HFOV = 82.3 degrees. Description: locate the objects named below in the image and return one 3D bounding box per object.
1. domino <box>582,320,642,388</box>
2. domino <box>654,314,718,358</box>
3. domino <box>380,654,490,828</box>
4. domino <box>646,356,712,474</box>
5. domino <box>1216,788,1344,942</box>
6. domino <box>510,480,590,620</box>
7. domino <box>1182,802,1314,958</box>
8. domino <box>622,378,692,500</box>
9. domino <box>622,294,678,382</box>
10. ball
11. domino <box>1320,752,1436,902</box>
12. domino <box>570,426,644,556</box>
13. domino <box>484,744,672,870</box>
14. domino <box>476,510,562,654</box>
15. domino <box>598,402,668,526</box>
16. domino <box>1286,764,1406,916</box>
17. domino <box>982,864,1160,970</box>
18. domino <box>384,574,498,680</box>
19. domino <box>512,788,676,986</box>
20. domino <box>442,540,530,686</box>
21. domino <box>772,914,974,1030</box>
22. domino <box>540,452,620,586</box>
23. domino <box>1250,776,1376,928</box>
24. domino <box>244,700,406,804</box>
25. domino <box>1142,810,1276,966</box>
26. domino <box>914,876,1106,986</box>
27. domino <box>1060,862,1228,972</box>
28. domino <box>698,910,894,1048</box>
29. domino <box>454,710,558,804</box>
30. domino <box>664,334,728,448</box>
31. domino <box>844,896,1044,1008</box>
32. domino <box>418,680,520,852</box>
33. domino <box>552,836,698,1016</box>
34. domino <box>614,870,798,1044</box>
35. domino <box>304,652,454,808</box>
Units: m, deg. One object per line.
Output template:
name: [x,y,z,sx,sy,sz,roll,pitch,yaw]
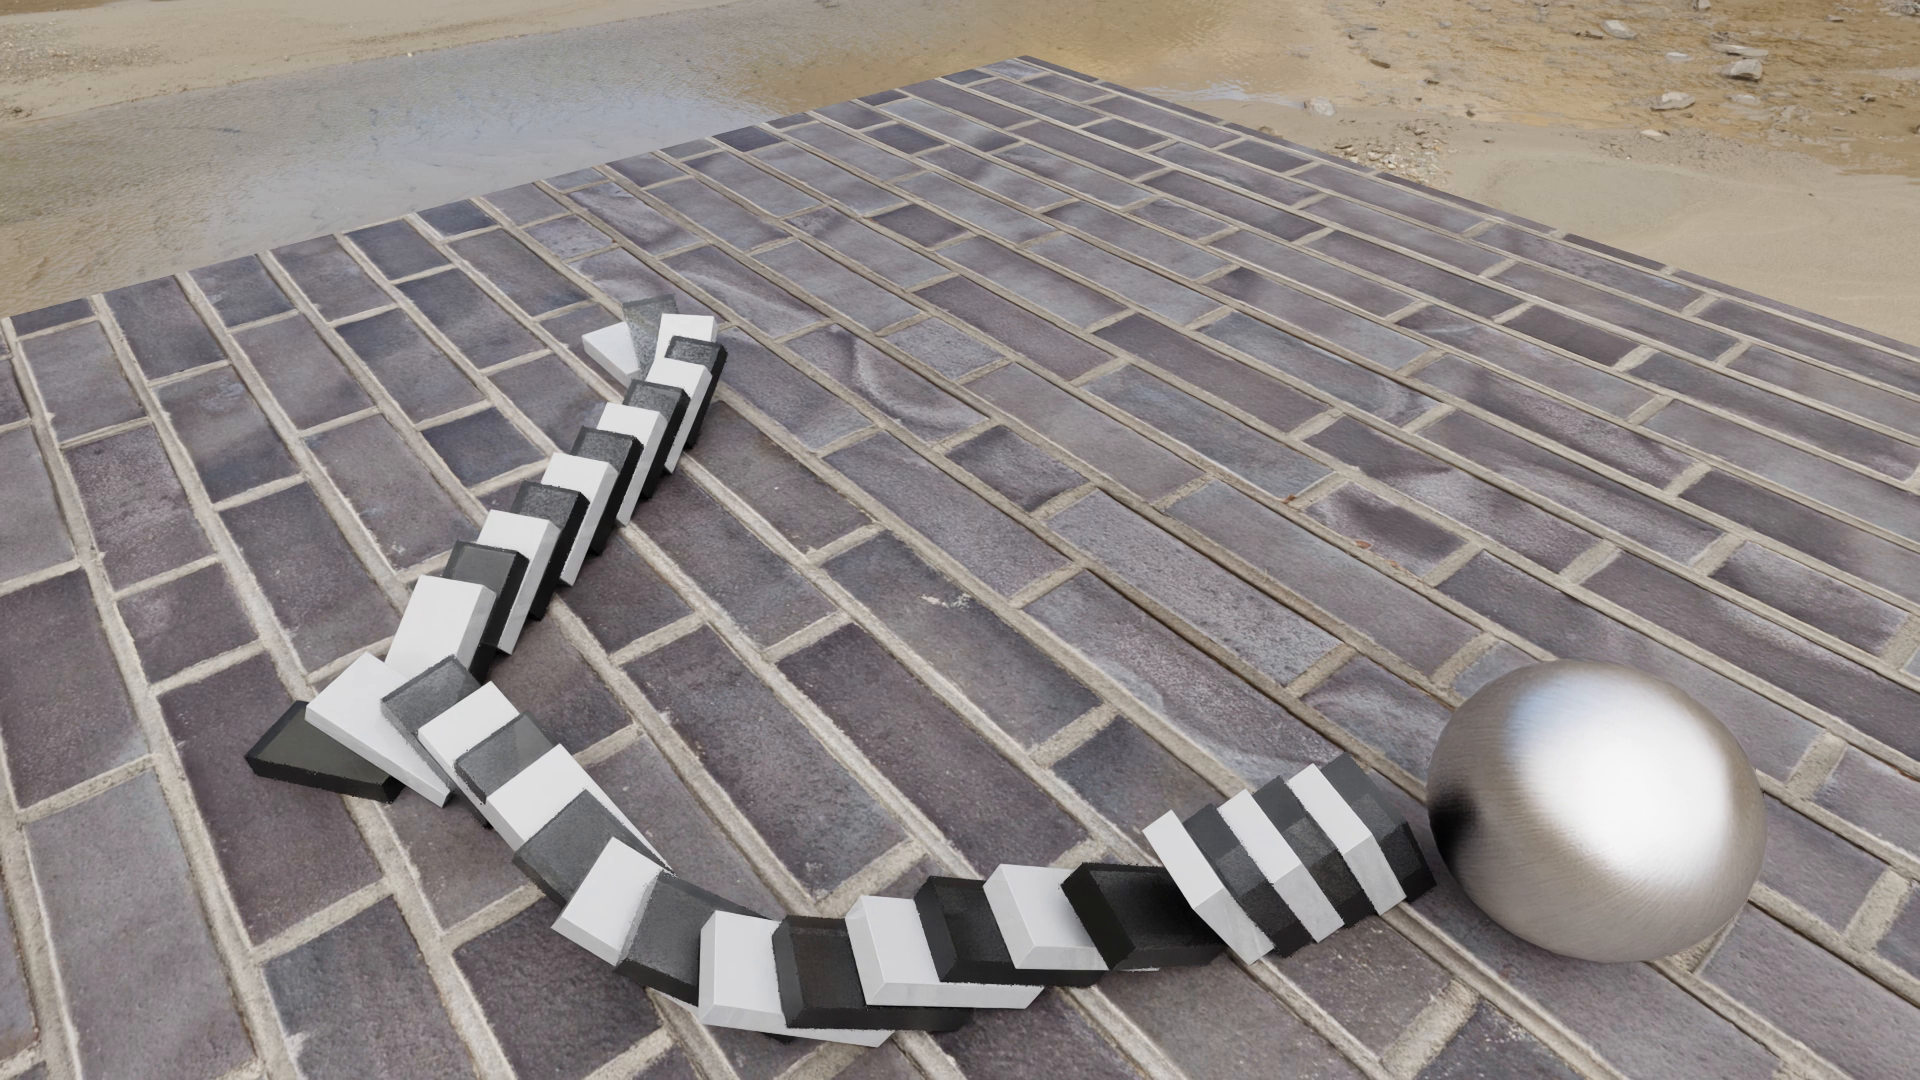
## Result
domino: [-0.169,-0.094,0.558,0.025,0.010,0.050,-28,47,-30]
domino: [-0.132,-0.083,0.524,0.025,0.009,0.050,3,71,1]
domino: [-0.156,0.063,0.348,0.050,0.009,0.025,46,51,5]
domino: [-0.133,-0.057,0.493,0.025,0.010,0.050,13,72,14]
domino: [0.089,0.090,0.303,0.010,0.050,0.025,-37,44,3]
domino: [-0.164,0.003,0.421,0.025,0.009,0.050,11,69,13]
domino: [0.079,0.093,0.299,0.009,0.050,0.025,-37,44,3]
domino: [-0.139,-0.044,0.479,0.025,0.009,0.050,12,71,14]
domino: [-0.147,-0.095,0.539,0.025,0.009,0.050,-15,74,-18]
ball: [0.170,0.072,0.299,0.080,0.080,0.080,0,39,0]
domino: [0.119,0.082,0.313,0.010,0.050,0.025,-37,44,3]
domino: [-0.151,-0.021,0.450,0.025,0.009,0.050,11,70,13]
domino: [-0.111,0.087,0.319,0.050,0.010,0.025,46,52,5]
domino: [-0.170,0.015,0.407,0.025,0.010,0.050,10,69,13]
domino: [-0.145,-0.032,0.464,0.025,0.010,0.050,11,70,13]
domino: [0.109,0.085,0.309,0.009,0.050,0.025,-37,44,3]
domino: [0.033,0.103,0.299,0.050,0.010,0.025,15,30,-32]
domino: [-0.181,0.038,0.378,0.025,0.010,0.050,8,69,12]
domino: [-0.097,0.097,0.307,0.050,0.009,0.025,43,49,3]
domino: [-0.176,0.027,0.392,0.025,0.009,0.050,9,69,12]
domino: [-0.023,0.113,0.286,0.050,0.010,0.025,17,32,-32]
domino: [-0.157,-0.009,0.436,0.025,0.010,0.050,11,70,13]
domino: [0.099,0.087,0.306,0.009,0.050,0.025,-37,44,3]
domino: [-0.202,0.069,0.359,0.050,0.010,0.025,8,40,10]
domino: [0.068,0.095,0.297,0.009,0.050,0.025,-37,44,3]
domino: [0.014,0.105,0.296,0.050,0.009,0.025,16,30,-32]
domino: [0.050,0.101,0.295,0.050,0.009,0.025,21,27,-46]
domino: [-0.042,0.114,0.285,0.050,0.009,0.025,21,33,-26]
domino: [-0.124,0.078,0.330,0.050,0.010,0.025,46,52,5]
domino: [-0.128,-0.069,0.508,0.025,0.010,0.050,12,71,12]
domino: [-0.004,0.109,0.291,0.050,0.010,0.025,17,30,-32]
domino: [-0.139,0.071,0.338,0.050,0.010,0.025,46,52,6]
domino: [-0.080,0.105,0.295,0.050,0.010,0.025,36,41,-9]
domino: [-0.062,0.110,0.289,0.050,0.010,0.025,30,38,-15]
domino: [-0.178,0.060,0.351,0.050,0.009,0.025,35,43,-5]
